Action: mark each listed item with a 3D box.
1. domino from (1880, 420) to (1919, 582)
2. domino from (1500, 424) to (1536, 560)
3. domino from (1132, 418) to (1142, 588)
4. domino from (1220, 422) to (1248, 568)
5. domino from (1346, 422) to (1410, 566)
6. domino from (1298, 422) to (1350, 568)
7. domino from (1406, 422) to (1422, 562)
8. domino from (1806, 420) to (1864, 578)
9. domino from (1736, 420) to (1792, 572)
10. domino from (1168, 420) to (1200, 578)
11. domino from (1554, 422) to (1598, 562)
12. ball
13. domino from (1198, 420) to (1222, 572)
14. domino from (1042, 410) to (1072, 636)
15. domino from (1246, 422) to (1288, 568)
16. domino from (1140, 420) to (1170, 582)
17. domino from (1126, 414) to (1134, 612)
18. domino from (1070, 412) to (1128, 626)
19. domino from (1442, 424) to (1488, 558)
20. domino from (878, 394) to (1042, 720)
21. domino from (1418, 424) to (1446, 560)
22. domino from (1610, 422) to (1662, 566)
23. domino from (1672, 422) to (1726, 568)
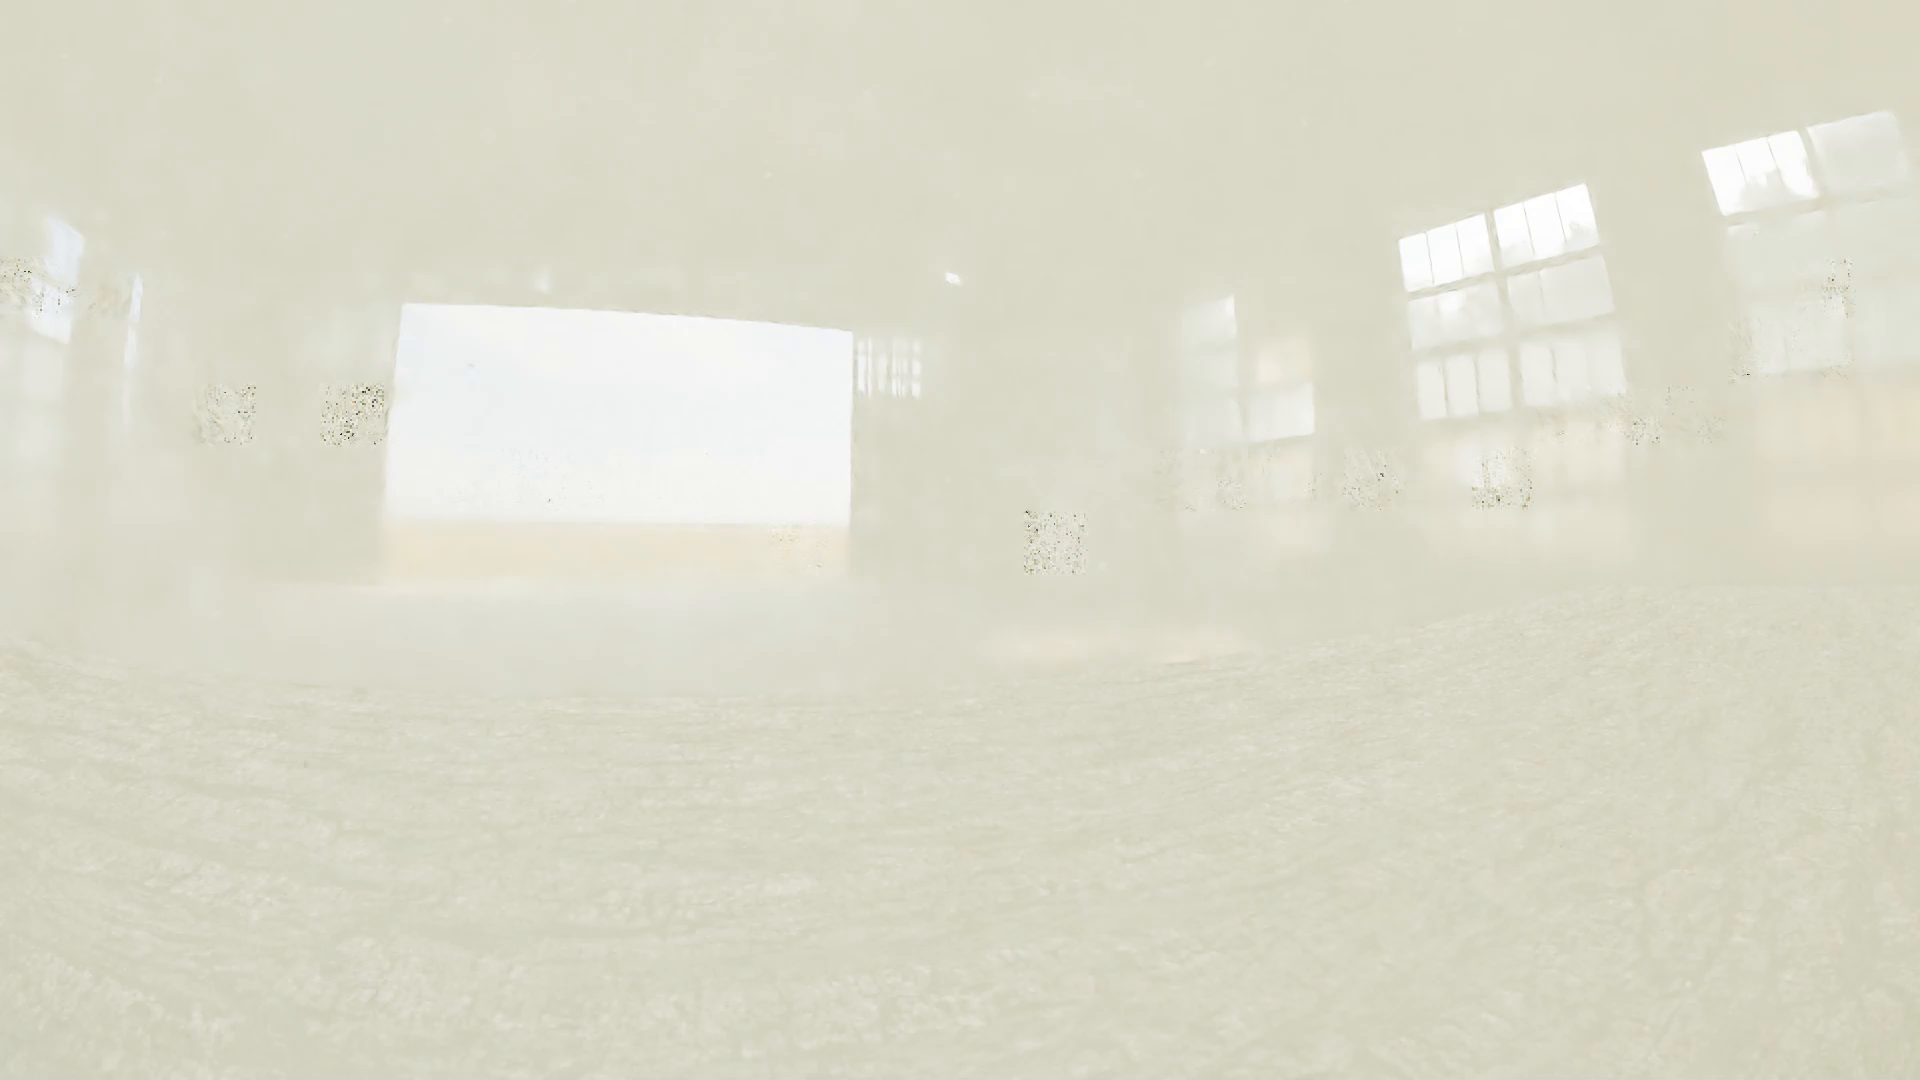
[{"bbox_3d":[0.301,-0.013,0.406,0.009,0.050,0.025,4,6,44],"label":"domino"},{"bbox_3d":[0.210,-0.019,0.483,0.010,0.050,0.025,2,5,26],"label":"domino"},{"bbox_3d":[0.041,-0.011,0.386,0.025,0.050,0.010,2,5,28],"label":"domino"},{"bbox_3d":[0.089,-0.016,0.449,0.010,0.050,0.025,-2,5,-29],"label":"domino"},{"bbox_3d":[0.145,-0.017,0.458,0.025,0.050,0.009,4,6,40],"label":"domino"},{"bbox_3d":[0.128,-0.016,0.451,0.009,0.050,0.025,0,4,-1],"label":"domino"},{"bbox_3d":[0.156,-0.018,0.475,0.025,0.050,0.009,3,5,33],"label":"domino"},{"bbox_3d":[0.286,-0.014,0.420,0.010,0.050,0.025,4,6,44],"label":"domino"},{"bbox_3d":[0.272,-0.015,0.434,0.009,0.050,0.025,4,6,43],"label":"domino"},{"bbox_3d":[0.065,-0.014,0.418,0.025,0.050,0.009,3,5,33],"label":"domino"},{"bbox_3d":[0.227,-0.018,0.472,0.009,0.050,0.025,3,5,35],"label":"domino"},{"bbox_3d":[0.000,-0.002,0.056,0.080,0.080,0.080,0,4,0],"label":"ball"},{"bbox_3d":[0.075,-0.015,0.435,0.025,0.050,0.010,3,5,33],"label":"domino"},{"bbox_3d":[0.013,-0.005,0.295,0.009,0.050,0.025,-4,6,-39],"label":"domino"},{"bbox_3d":[0.108,-0.016,0.452,0.010,0.050,0.025,0,4,4],"label":"domino"},{"bbox_3d":[0.053,-0.013,0.403,0.025,0.050,0.010,3,6,39],"label":"domino"},{"bbox_3d":[0.031,-0.007,0.328,0.025,0.050,0.009,0,4,6],"label":"domino"},{"bbox_3d":[0.027,-0.006,0.309,0.025,0.050,0.010,2,5,26],"label":"domino"},{"bbox_3d":[0.191,-0.019,0.488,0.010,0.050,0.025,0,4,4],"label":"domino"},{"bbox_3d":[0.000,0.002,0.201,0.025,0.050,0.009,0,4,0],"label":"domino"},{"bbox_3d":[0.172,-0.019,0.486,0.009,0.050,0.025,-1,4,-13],"label":"domino"},{"bbox_3d":[0.243,-0.017,0.460,0.009,0.050,0.025,4,6,40],"label":"domino"},{"bbox_3d":[0.257,-0.016,0.447,0.009,0.050,0.025,4,6,42],"label":"domino"}]
